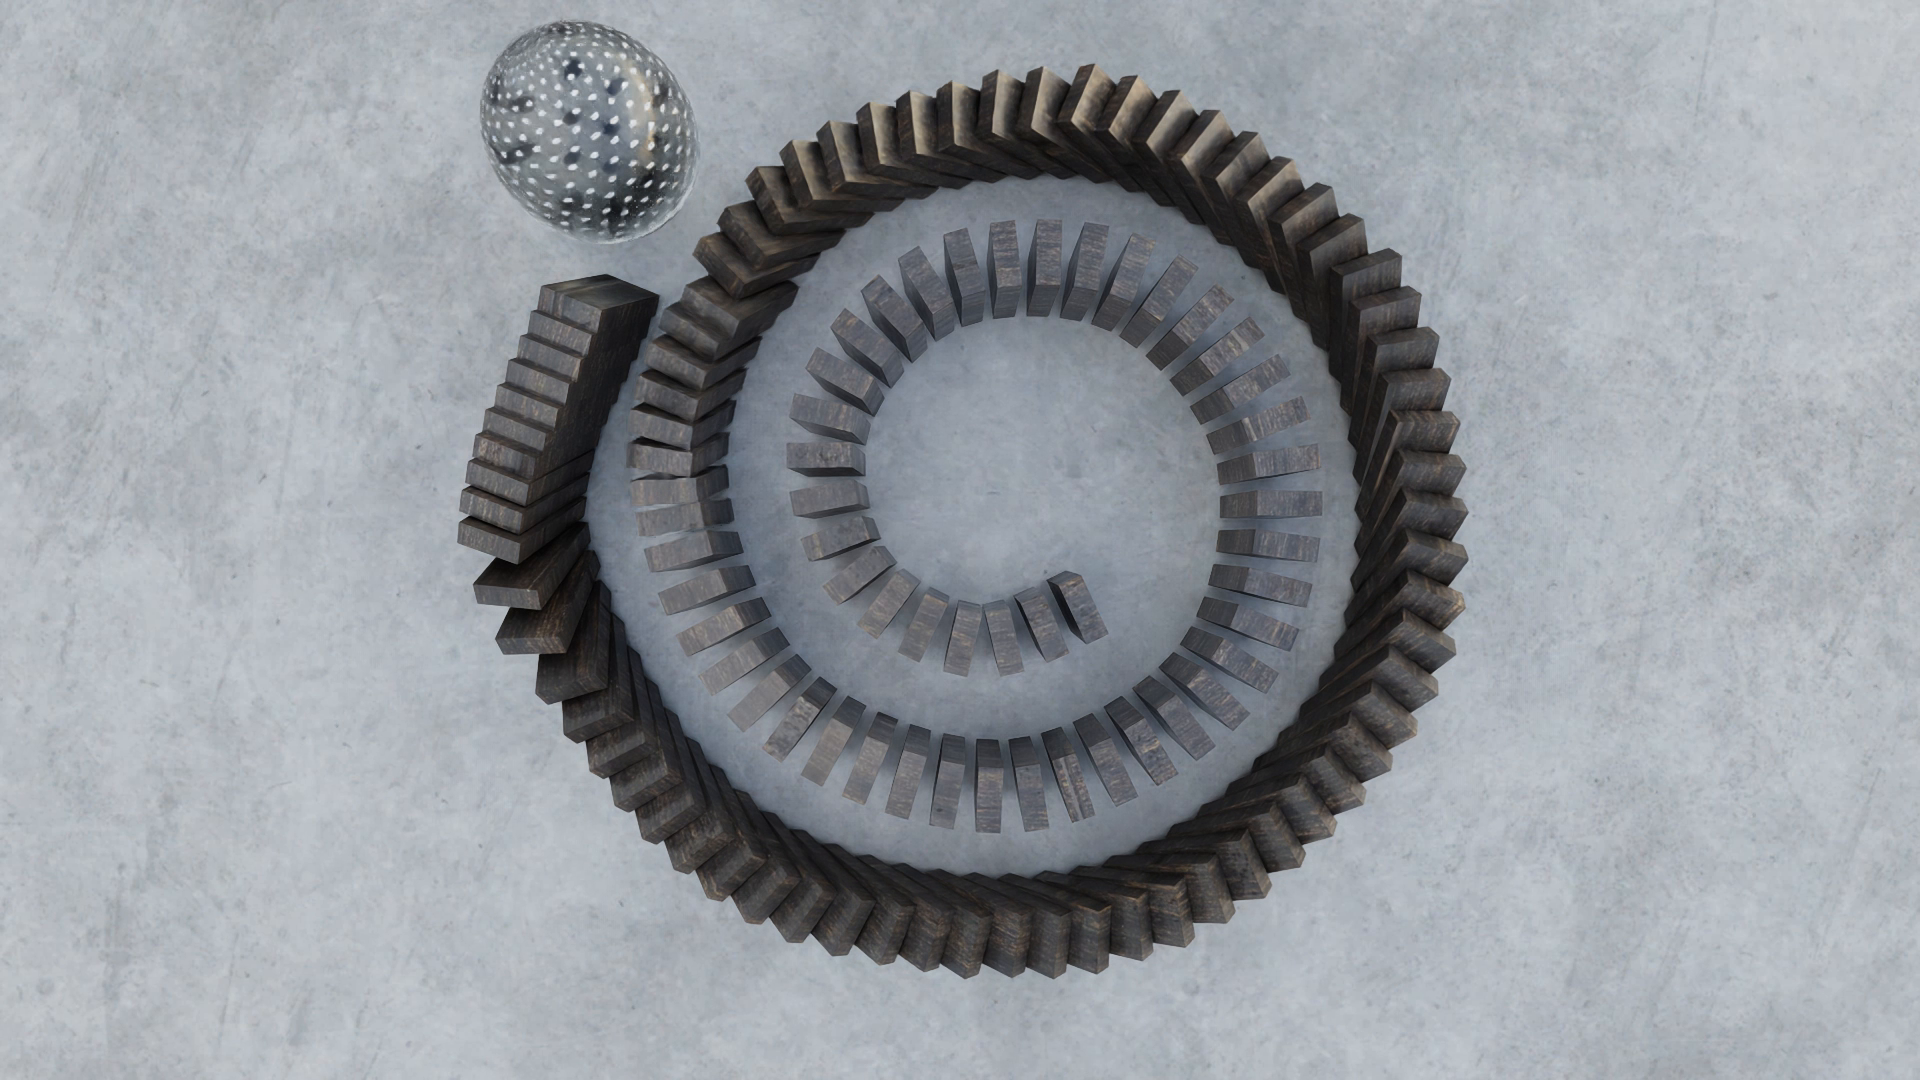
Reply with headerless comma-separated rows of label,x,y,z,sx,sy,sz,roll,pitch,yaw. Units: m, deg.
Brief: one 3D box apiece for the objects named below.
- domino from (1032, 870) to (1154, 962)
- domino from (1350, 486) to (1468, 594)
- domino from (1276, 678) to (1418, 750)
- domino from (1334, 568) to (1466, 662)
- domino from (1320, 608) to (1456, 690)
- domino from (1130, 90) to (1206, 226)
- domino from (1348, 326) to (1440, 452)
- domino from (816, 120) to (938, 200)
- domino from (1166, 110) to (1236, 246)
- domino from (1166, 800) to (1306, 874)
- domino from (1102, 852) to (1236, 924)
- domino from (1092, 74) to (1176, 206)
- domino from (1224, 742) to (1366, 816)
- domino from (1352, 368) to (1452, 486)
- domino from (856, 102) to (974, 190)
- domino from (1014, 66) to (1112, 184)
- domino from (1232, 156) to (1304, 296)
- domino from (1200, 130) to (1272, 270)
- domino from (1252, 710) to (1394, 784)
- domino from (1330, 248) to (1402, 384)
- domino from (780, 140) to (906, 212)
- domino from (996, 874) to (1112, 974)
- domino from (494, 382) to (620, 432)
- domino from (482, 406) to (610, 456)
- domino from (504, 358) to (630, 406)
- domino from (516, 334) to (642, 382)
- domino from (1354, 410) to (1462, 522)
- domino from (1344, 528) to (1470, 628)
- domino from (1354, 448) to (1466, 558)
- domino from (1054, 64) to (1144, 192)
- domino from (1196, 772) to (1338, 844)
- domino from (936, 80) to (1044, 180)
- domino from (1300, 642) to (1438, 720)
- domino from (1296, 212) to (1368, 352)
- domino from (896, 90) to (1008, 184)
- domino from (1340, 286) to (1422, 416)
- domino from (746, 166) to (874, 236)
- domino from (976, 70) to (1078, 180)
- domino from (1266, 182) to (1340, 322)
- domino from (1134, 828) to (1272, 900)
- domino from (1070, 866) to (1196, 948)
domino,0.055,0.155,0.381,0.050,0.010,0.025,-5,90,39
domino,0.186,0.003,0.381,0.025,0.009,0.050,11,128,0
domino,0.160,0.081,0.381,0.025,0.009,0.050,43,129,0
domino,0.181,0.036,0.380,0.025,0.009,0.050,24,129,0
domino,0.176,0.052,0.380,0.025,0.009,0.050,32,129,-1
domino,0.094,-0.158,0.381,0.050,0.010,0.025,34,89,-39
domino,0.179,-0.062,0.381,0.025,0.010,0.050,-8,129,-1
domino,-0.033,-0.157,0.380,0.050,0.009,0.025,-16,90,-42
domino,0.108,-0.149,0.381,0.025,0.009,0.050,-51,129,0
domino,0.114,0.127,0.381,0.050,0.009,0.025,-30,90,38
domino,0.086,0.145,0.381,0.050,0.009,0.025,-18,90,39
domino,0.079,-0.164,0.380,0.050,0.010,0.025,29,89,-39
domino,0.139,0.105,0.381,0.025,0.010,0.050,51,128,0
domino,0.183,-0.046,0.381,0.025,0.010,0.050,-4,129,0
domino,-0.018,-0.163,0.380,0.050,0.010,0.025,-10,90,-41
domino,0.046,-0.171,0.380,0.050,0.010,0.025,12,90,-40
domino,0.134,-0.130,0.381,0.025,0.010,0.050,-43,128,0
domino,0.121,-0.140,0.381,0.025,0.010,0.050,-47,129,0
domino,0.149,0.093,0.381,0.025,0.010,0.050,47,129,0
domino,0.168,-0.092,0.380,0.025,0.009,0.050,-19,129,0
domino,-0.048,-0.150,0.379,0.050,0.010,0.025,-20,90,-43
domino,0.038,0.158,0.381,0.050,0.009,0.025,2,90,38
domino,-0.163,-0.060,0.375,0.025,0.050,0.010,22,113,0
domino,-0.168,-0.050,0.375,0.025,0.050,0.010,22,113,0
domino,-0.159,-0.069,0.375,0.025,0.050,0.009,22,113,0
domino,-0.155,-0.079,0.375,0.025,0.050,0.009,22,113,0
domino,0.185,-0.030,0.381,0.025,0.010,0.050,1,129,0
domino,0.184,0.020,0.381,0.025,0.010,0.050,17,129,0
domino,0.186,-0.013,0.381,0.025,0.010,0.050,6,128,0
domino,0.064,-0.170,0.380,0.050,0.010,0.025,24,89,-39
domino,0.127,0.116,0.381,0.050,0.010,0.025,-35,90,38
domino,0.013,-0.169,0.380,0.050,0.009,0.025,-2,90,-40
domino,0.169,0.067,0.381,0.025,0.009,0.050,37,129,-1
domino,0.157,-0.106,0.380,0.025,0.010,0.050,-31,130,0
domino,-0.003,-0.166,0.380,0.050,0.010,0.025,-6,90,-40
domino,0.174,-0.078,0.380,0.025,0.009,0.050,-15,129,-1
domino,-0.061,-0.141,0.379,0.050,0.010,0.025,-27,90,-45
domino,0.030,-0.171,0.380,0.050,0.010,0.025,6,90,-40
domino,0.146,-0.119,0.381,0.025,0.010,0.050,-36,129,0
domino,0.100,0.137,0.381,0.050,0.009,0.025,-24,90,39
domino,0.070,0.151,0.381,0.050,0.009,0.025,-10,90,39
